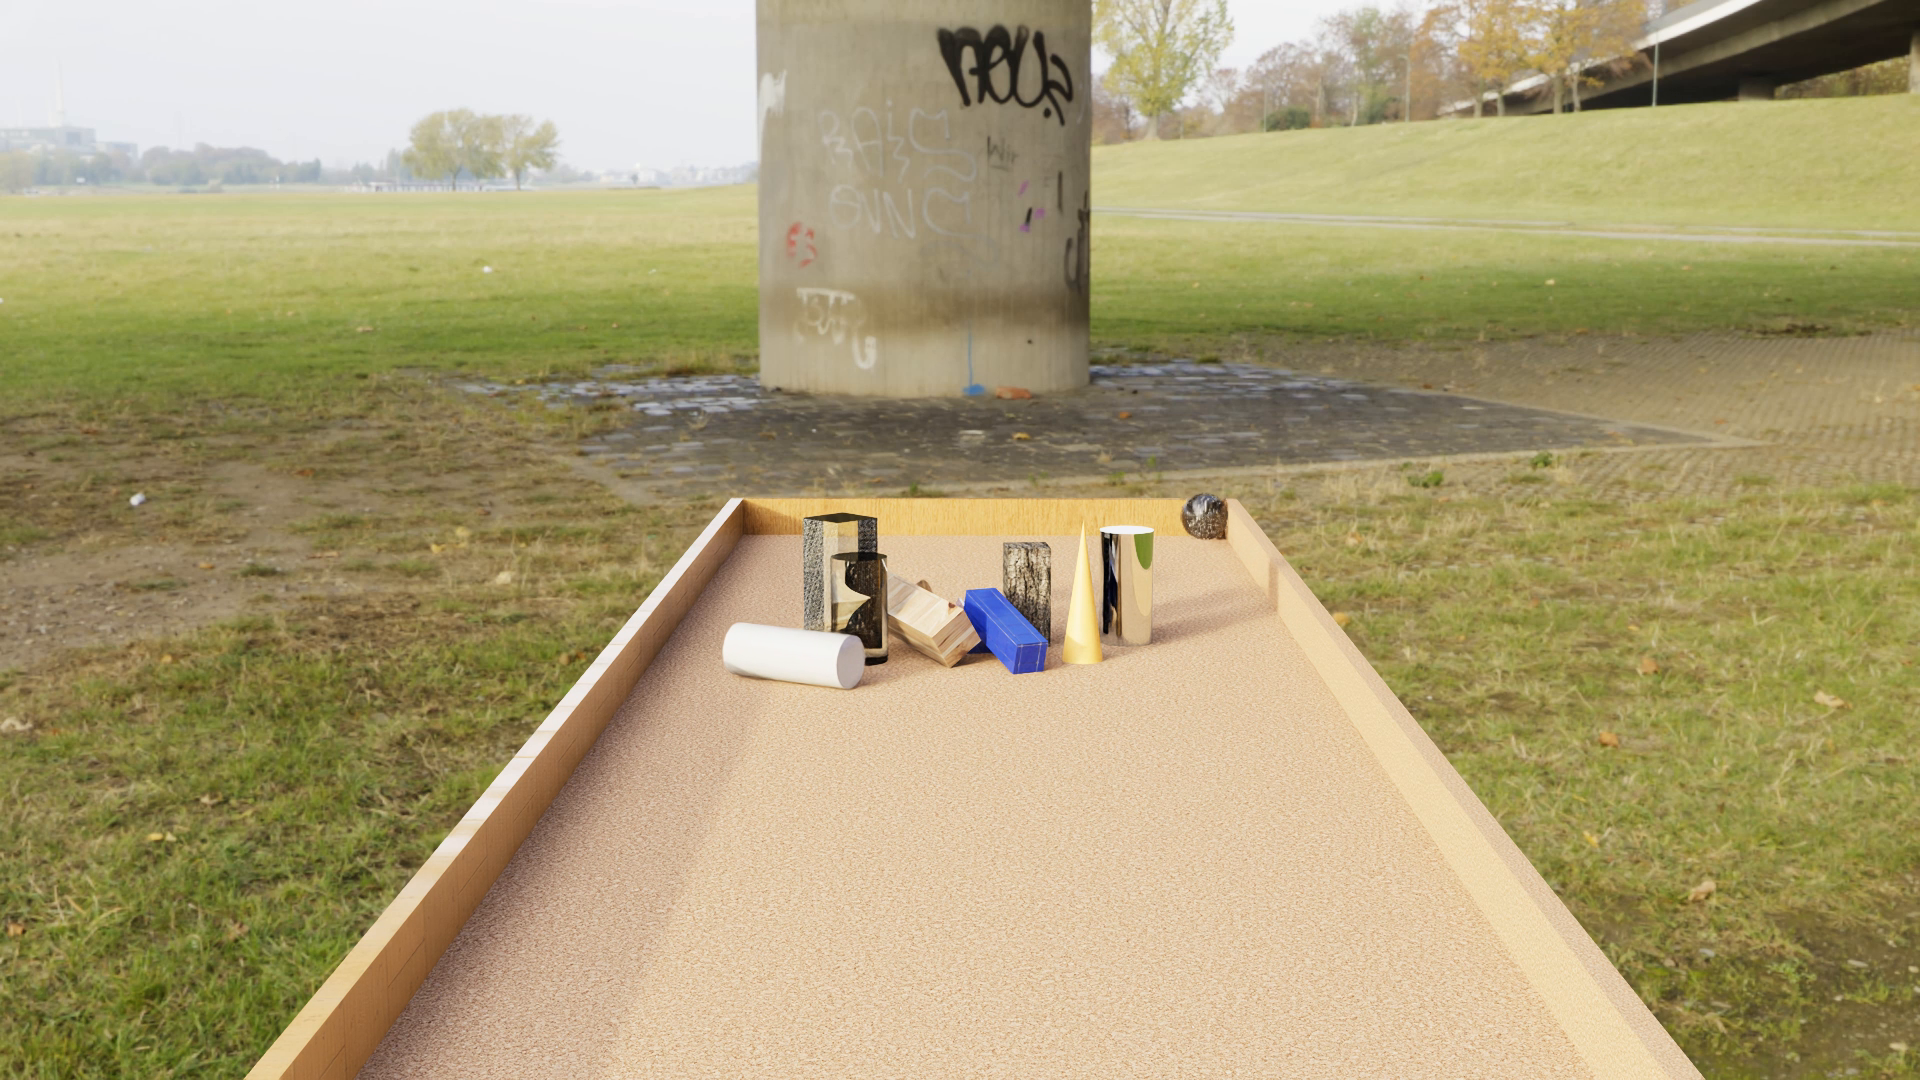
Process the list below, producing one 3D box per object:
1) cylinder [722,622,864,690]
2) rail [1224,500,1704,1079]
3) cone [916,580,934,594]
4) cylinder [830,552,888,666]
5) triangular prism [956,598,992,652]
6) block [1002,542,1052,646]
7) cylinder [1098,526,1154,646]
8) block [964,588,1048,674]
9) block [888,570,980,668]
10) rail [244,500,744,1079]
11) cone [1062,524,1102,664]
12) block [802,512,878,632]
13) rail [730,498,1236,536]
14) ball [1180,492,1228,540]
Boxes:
[{"bbox_3d":[-0.483,0.335,6.390,0.390,0.156,0.156,5,10,29],"label":"cylinder"},{"bbox_3d":[1.046,0.843,3.208,0.050,0.150,12.000,0,9,1],"label":"rail"},{"bbox_3d":[-0.259,0.243,7.218,0.329,0.166,0.166,-12,5,20],"label":"cone"},{"bbox_3d":[-0.306,0.208,6.674,0.173,0.320,0.173,0,9,0],"label":"cylinder"},{"bbox_3d":[0.022,0.268,6.996,0.110,0.096,0.423,-1,9,-7],"label":"triangular prism"},{"bbox_3d":[0.210,0.171,6.933,0.137,0.312,0.137,-1,9,-5],"label":"block"},{"bbox_3d":[0.525,0.145,6.951,0.172,0.358,0.172,0,9,0],"label":"cylinder"},{"bbox_3d":[0.133,0.272,6.645,0.101,0.101,0.360,-4,27,-26],"label":"block"},{"bbox_3d":[-0.134,0.236,6.741,0.130,0.130,0.440,-41,35,-18],"label":"block"},{"bbox_3d":[-1.004,0.839,3.234,0.050,0.150,12.000,0,9,1],"label":"rail"},{"bbox_3d":[0.373,0.153,6.673,0.125,0.429,0.125,0,9,0],"label":"cone"},{"bbox_3d":[-0.377,0.125,6.958,0.167,0.395,0.167,-9,12,-43],"label":"block"},{"bbox_3d":[0.099,-0.098,9.147,2.100,0.150,0.050,0,9,1],"label":"rail"},{"bbox_3d":[1.000,-0.097,9.007,0.193,0.193,0.193,0,9,0],"label":"ball"}]
